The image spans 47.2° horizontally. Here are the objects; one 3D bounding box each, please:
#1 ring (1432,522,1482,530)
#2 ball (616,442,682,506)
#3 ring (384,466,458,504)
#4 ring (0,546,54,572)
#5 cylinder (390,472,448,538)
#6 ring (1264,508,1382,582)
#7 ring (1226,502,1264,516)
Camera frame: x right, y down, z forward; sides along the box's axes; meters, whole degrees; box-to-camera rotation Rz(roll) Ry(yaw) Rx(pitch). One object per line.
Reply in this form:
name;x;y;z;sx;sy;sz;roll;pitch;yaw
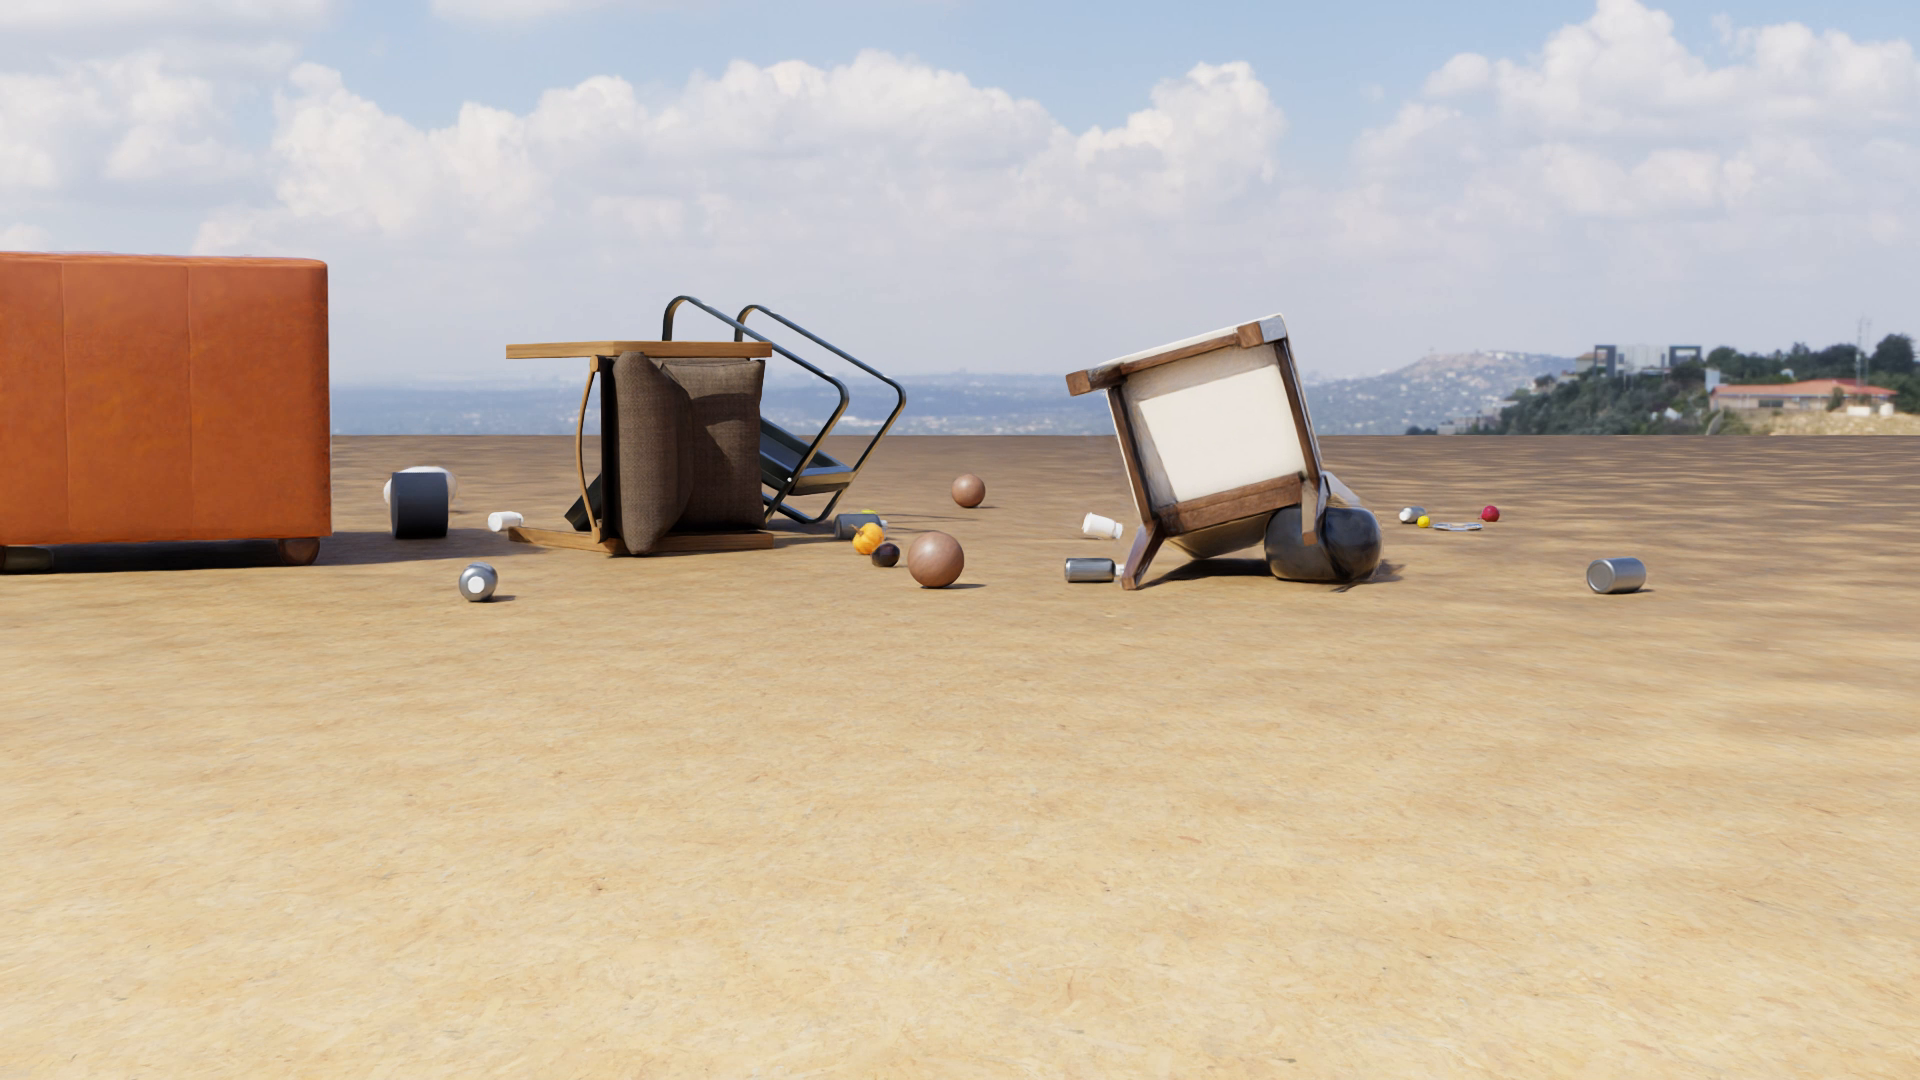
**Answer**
ring;1.581;-0.042;6.984;0.156;0.024;0.088;0;3;8
ball;-1.186;-0.252;8.394;0.249;0.249;0.249;0;4;0
ring;-1.954;-0.183;7.971;0.258;0.077;0.265;-36;-30;31
ring;-2.347;0.047;5.470;0.176;0.055;0.171;-3;4;-43
cylinder;-1.639;-0.107;6.665;0.149;0.197;0.205;-1;-6;-20
ring;0.853;0.009;5.170;0.265;0.169;0.311;1;0;-15
ring;1.015;-0.111;7.845;0.132;0.044;0.184;0;3;-5
